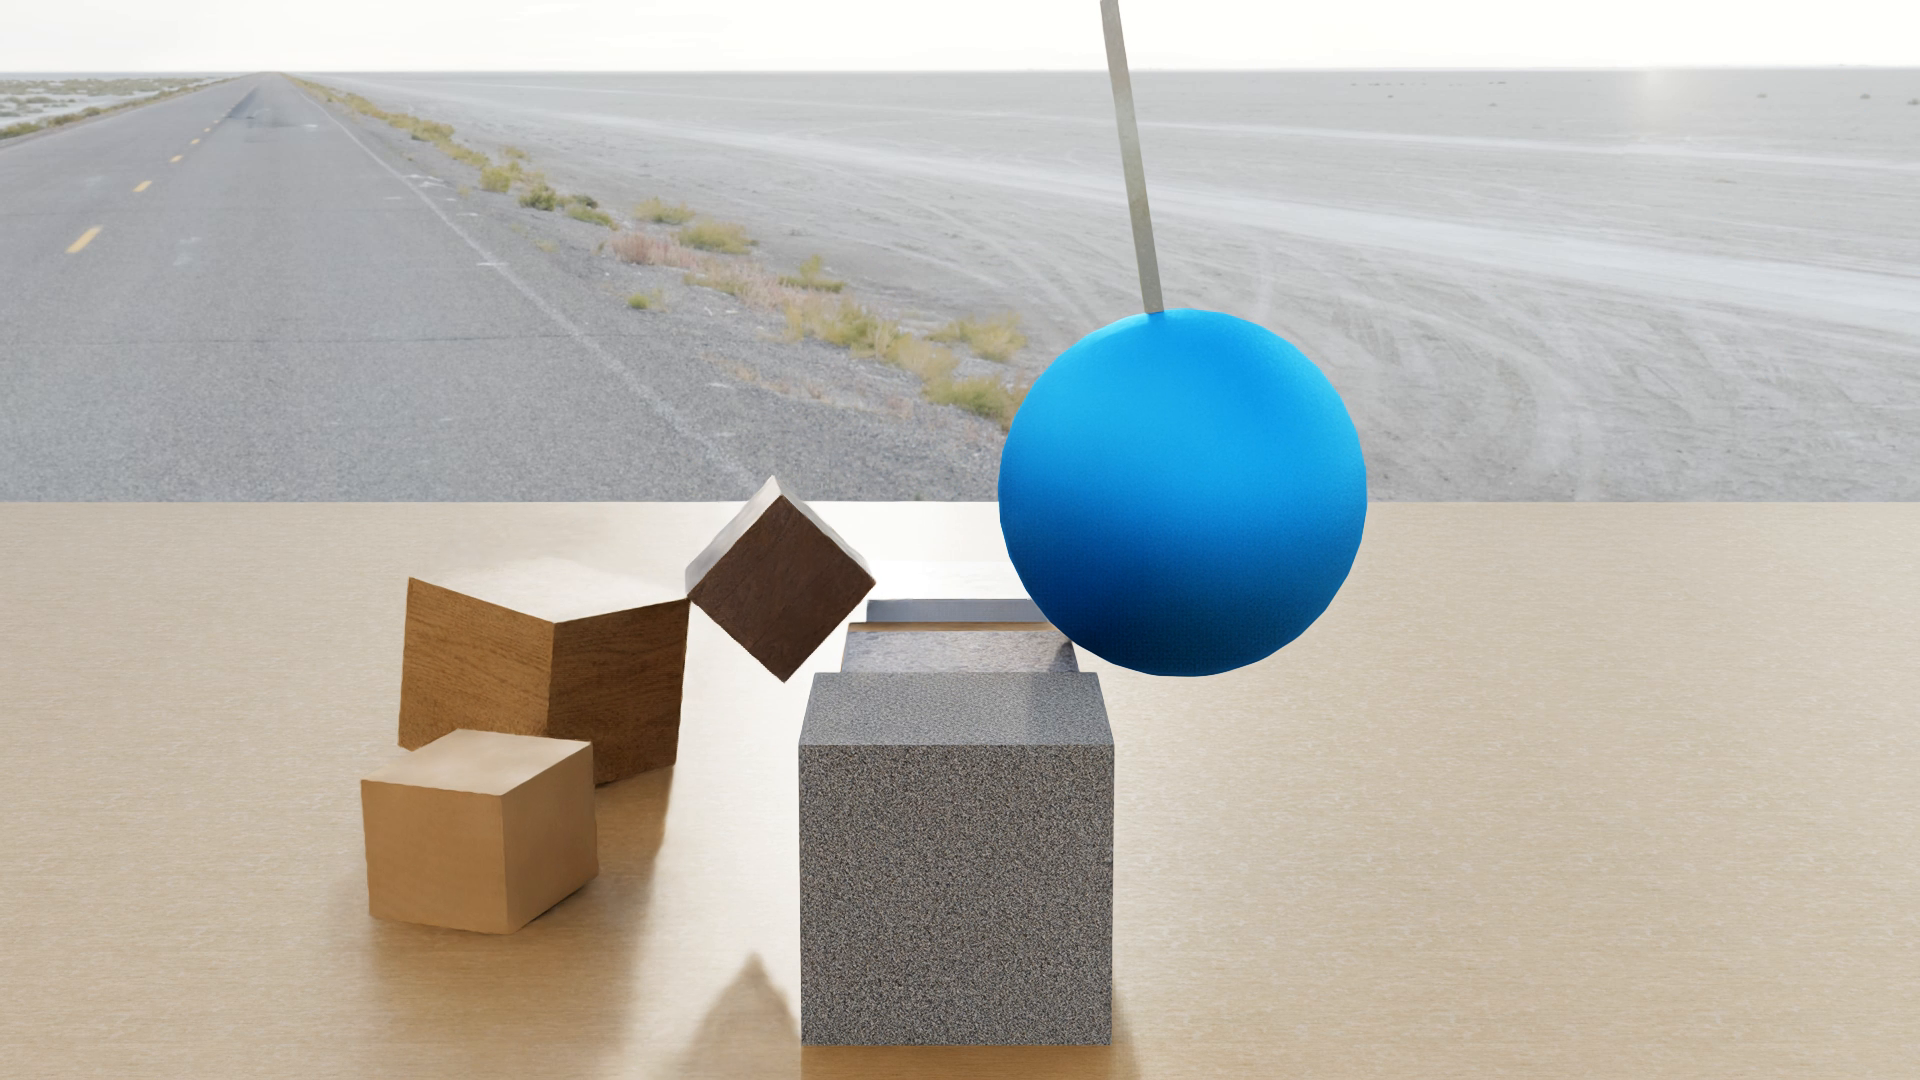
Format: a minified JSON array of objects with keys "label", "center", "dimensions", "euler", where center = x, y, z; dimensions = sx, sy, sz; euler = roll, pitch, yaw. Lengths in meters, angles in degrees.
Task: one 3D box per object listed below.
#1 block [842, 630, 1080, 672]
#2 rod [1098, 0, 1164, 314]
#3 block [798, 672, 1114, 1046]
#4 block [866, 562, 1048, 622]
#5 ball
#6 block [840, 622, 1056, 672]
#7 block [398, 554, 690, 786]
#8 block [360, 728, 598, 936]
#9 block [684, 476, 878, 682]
[{"label":"block","center":[-0.001,1.025,10.959],"dimensions":[0.987,1.062,1.090],"euler":[0,10,-1]},{"label":"rod","center":[0.417,-3.505,10.543],"dimensions":[0.080,5.200,0.080],"euler":[-9,10,2]},{"label":"block","center":[-0.015,1.190,9.849],"dimensions":[1.136,1.134,1.137],"euler":[0,10,0]},{"label":"block","center":[-0.013,0.691,12.951],"dimensions":[0.878,1.006,0.951],"euler":[0,10,0]},{"label":"ball","center":[0.962,-0.203,11.143],"dimensions":[1.600,1.600,1.600],"euler":[0,10,0]},{"label":"block","center":[-0.008,0.921,12.005],"dimensions":[1.053,0.893,0.968],"euler":[0,10,0]},{"label":"block","center":[-2.109,0.668,13.025],"dimensions":[1.020,0.888,0.975],"euler":[15,15,34]},{"label":"block","center":[-2.043,1.234,10.978],"dimensions":[0.673,0.608,0.759],"euler":[4,14,21]},{"label":"block","center":[-0.888,0.179,12.567],"dimensions":[0.632,0.660,0.794],"euler":[43,1,-10]}]
